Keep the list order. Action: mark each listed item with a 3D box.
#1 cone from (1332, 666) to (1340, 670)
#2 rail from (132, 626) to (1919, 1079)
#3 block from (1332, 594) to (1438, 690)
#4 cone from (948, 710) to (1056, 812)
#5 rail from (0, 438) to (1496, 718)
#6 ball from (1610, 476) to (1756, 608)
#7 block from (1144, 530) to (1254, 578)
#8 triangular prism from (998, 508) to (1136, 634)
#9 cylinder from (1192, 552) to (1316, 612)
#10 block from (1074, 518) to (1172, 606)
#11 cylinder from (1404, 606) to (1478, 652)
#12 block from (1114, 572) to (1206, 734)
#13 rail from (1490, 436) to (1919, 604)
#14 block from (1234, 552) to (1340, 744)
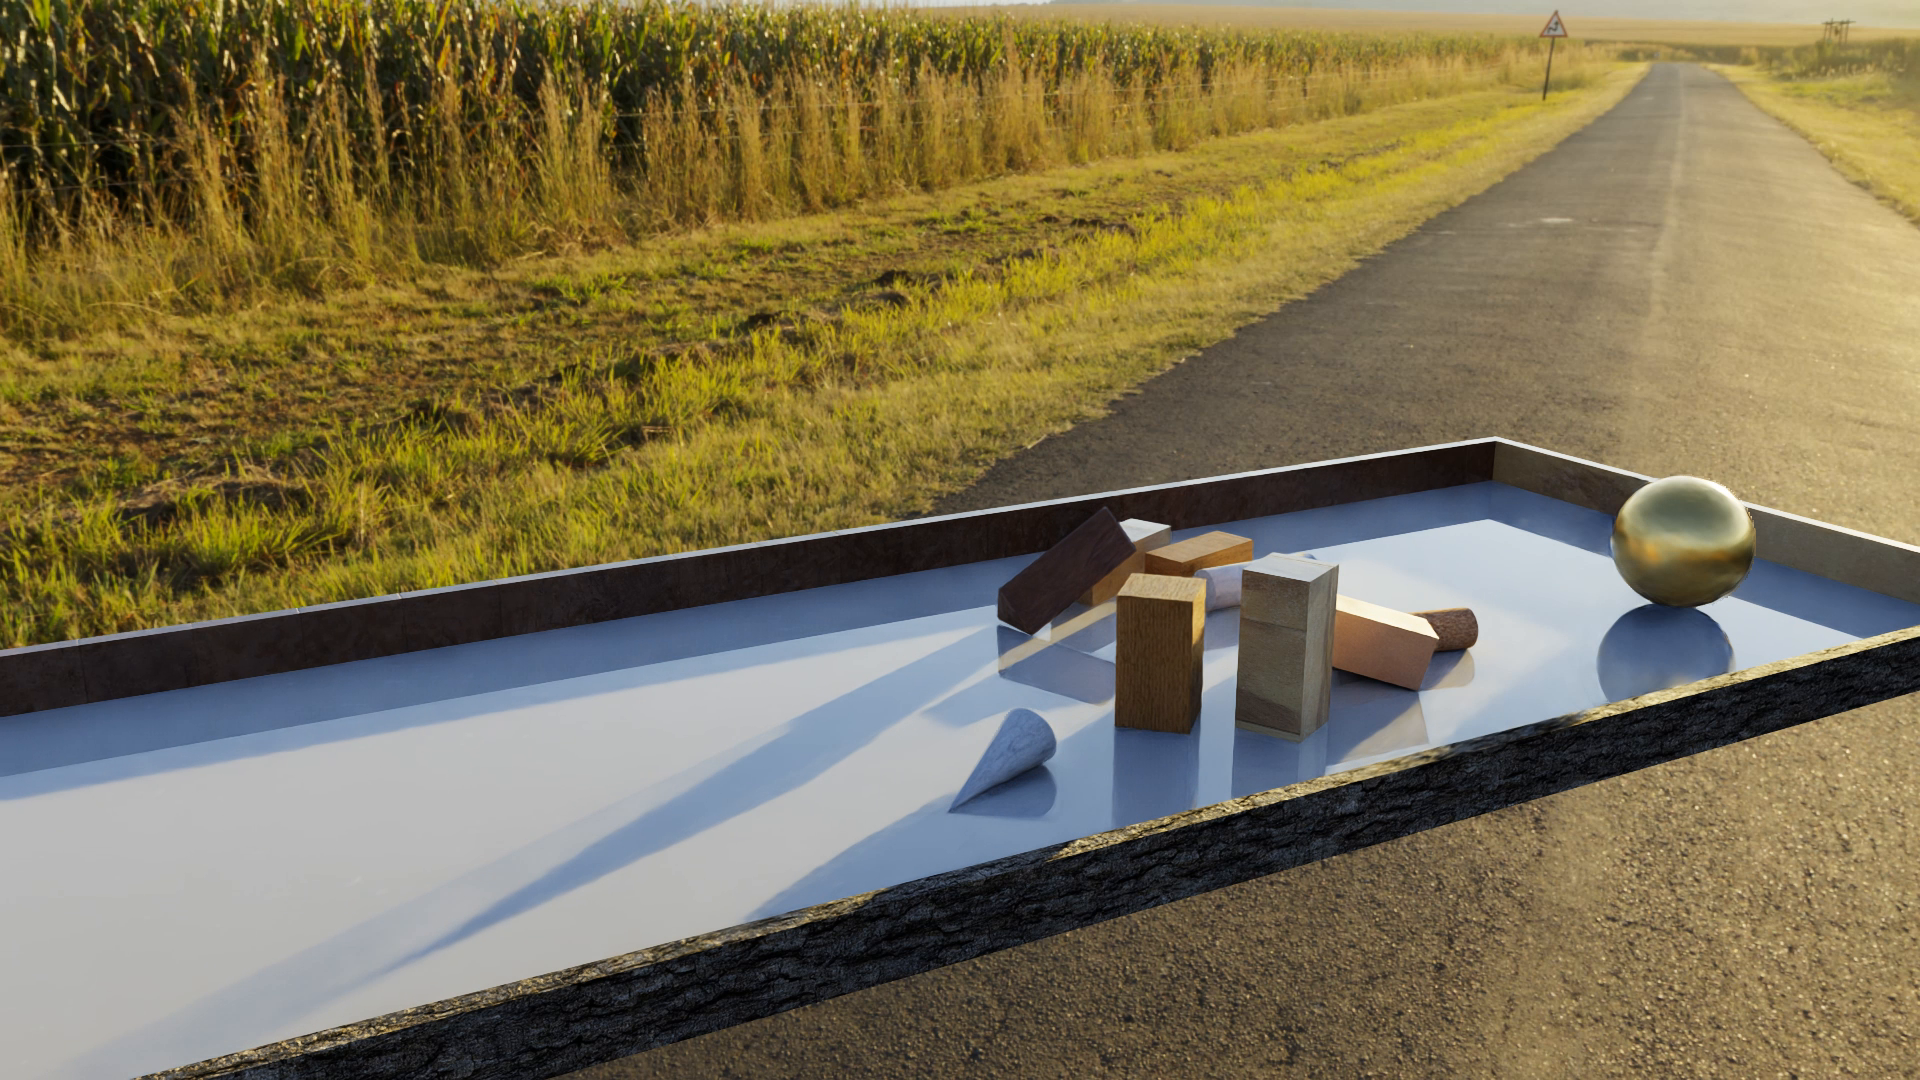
[{"bbox_3d":[0.918,0.308,4.211,0.352,0.109,0.109,8,16,-5],"label":"cone"},{"bbox_3d":[-2.336,1.006,1.665,12.000,0.150,0.050,-9,18,-27],"label":"rail"},{"bbox_3d":[0.947,0.228,4.125,0.438,0.144,0.144,16,17,-2],"label":"block"},{"bbox_3d":[0.065,0.500,3.539,0.132,0.132,0.325,12,31,34],"label":"cone"},{"bbox_3d":[-3.305,0.497,3.399,12.000,0.150,0.050,-9,18,-27],"label":"rail"},{"bbox_3d":[2.043,0.006,4.669,0.374,0.374,0.374,0,16,0],"label":"ball"},{"bbox_3d":[0.701,0.082,4.835,0.333,0.135,0.135,-15,22,-41],"label":"block"},{"bbox_3d":[0.279,0.072,4.563,0.407,0.132,0.153,-37,35,-22],"label":"triangular prism"},{"bbox_3d":[0.851,0.119,4.737,0.367,0.120,0.120,-8,18,-26],"label":"cylinder"},{"bbox_3d":[0.452,0.062,4.893,0.142,0.142,0.432,12,20,36],"label":"block"},{"bbox_3d":[1.149,0.247,4.320,0.404,0.109,0.109,-5,17,-15],"label":"cylinder"},{"bbox_3d":[0.471,0.264,3.878,0.176,0.324,0.176,4,17,17],"label":"block"},{"bbox_3d":[2.466,-0.048,5.253,0.050,0.150,2.100,-9,18,-27],"label":"rail"},{"bbox_3d":[0.757,0.247,3.827,0.164,0.388,0.164,11,20,34],"label":"block"}]
